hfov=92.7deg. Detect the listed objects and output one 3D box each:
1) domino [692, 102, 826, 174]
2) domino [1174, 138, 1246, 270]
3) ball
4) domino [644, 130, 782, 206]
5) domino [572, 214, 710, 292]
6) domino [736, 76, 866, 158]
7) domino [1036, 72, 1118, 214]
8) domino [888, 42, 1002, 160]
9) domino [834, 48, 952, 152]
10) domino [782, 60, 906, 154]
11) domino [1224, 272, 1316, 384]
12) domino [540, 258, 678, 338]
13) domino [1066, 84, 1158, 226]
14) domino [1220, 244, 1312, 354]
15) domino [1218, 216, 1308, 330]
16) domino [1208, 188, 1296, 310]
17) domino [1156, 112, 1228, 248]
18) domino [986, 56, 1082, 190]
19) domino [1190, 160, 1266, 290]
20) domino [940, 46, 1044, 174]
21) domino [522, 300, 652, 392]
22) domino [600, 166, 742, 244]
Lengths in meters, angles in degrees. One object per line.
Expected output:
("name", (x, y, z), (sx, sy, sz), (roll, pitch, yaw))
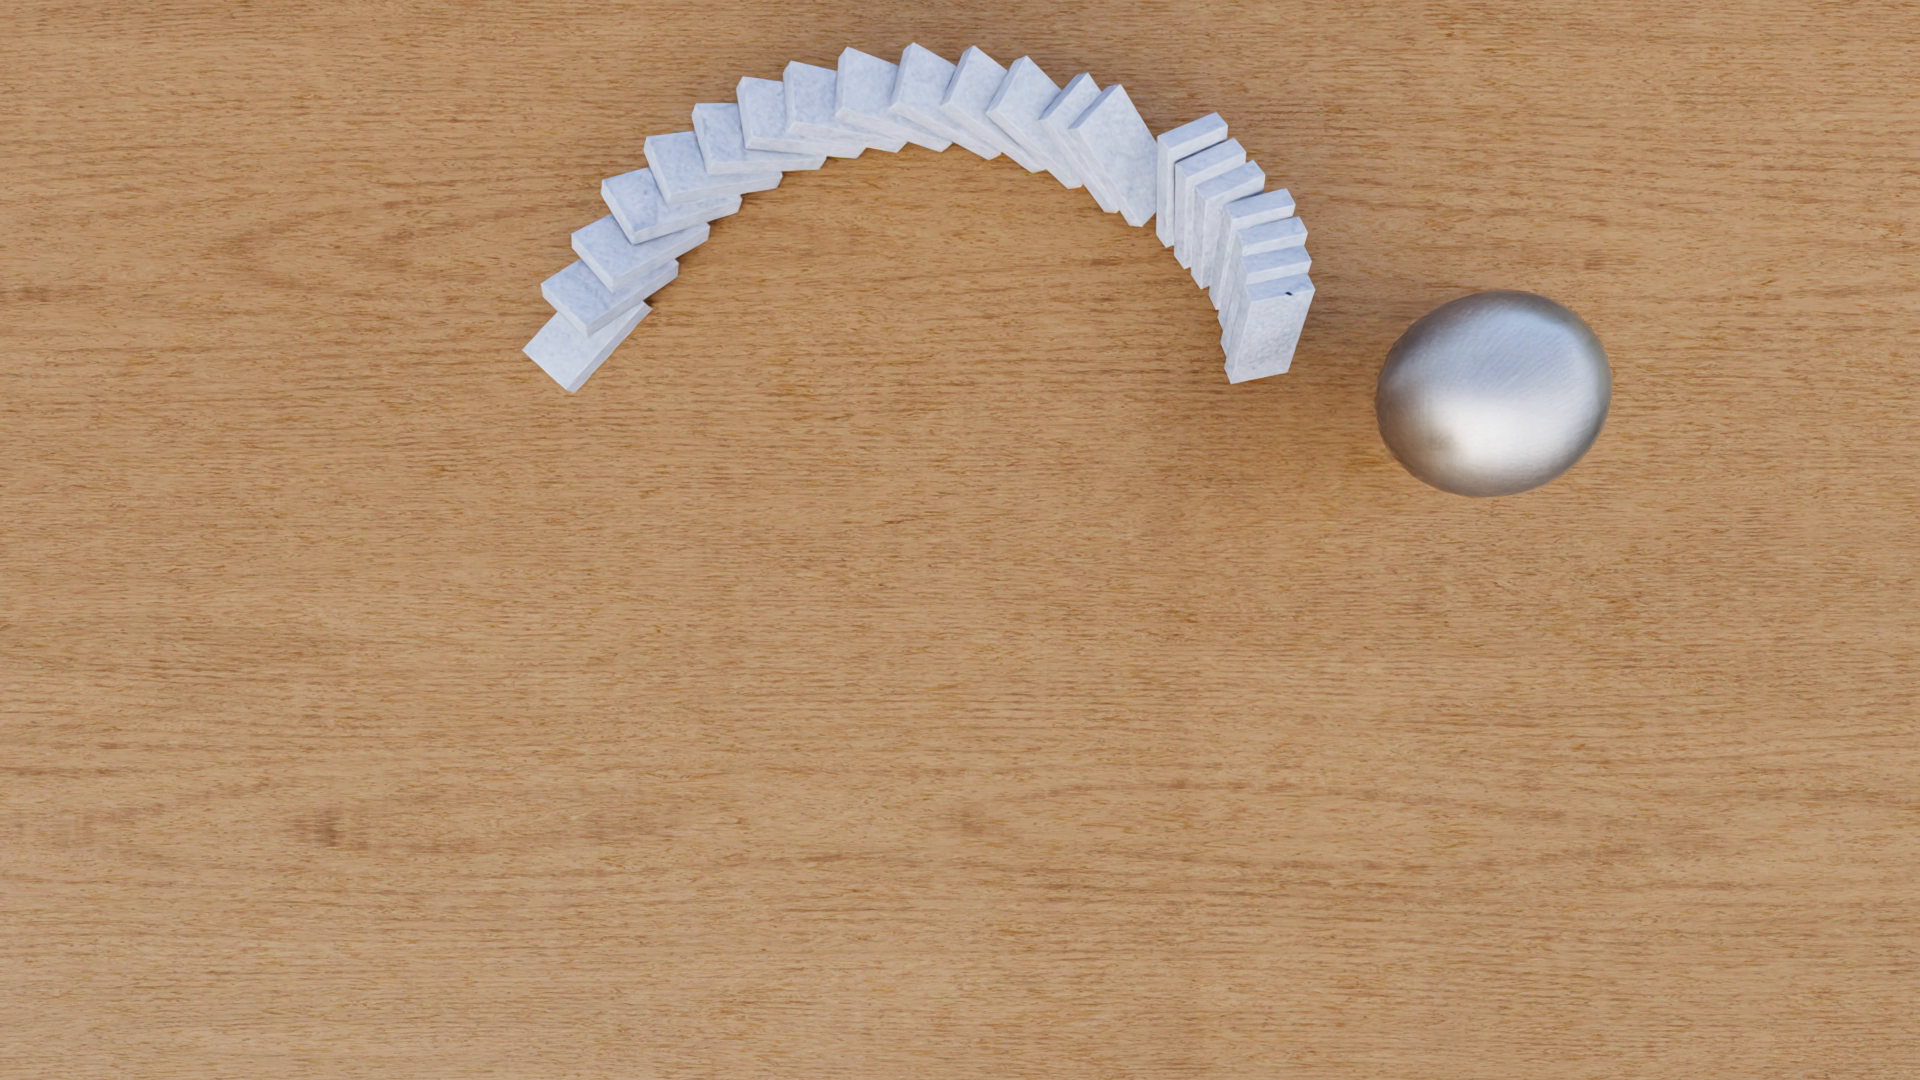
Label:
("domino", (-0.084, -0.169, 0.384), (0.050, 0.009, 0.025), (-15, 90, -29))
("domino", (0.102, -0.137, 0.376), (0.025, 0.050, 0.009), (-24, 61, 0))
("ball", (0.207, -0.057, 0.360), (0.080, 0.080, 0.080), (0, 90, 0))
("domino", (-0.103, -0.158, 0.384), (0.050, 0.009, 0.025), (-22, 89, -29))
("domino", (-0.133, -0.127, 0.384), (0.025, 0.010, 0.050), (48, 62, 0))
("domino", (-0.066, -0.176, 0.383), (0.050, 0.010, 0.025), (-8, 88, -31))
("domino", (0.057, -0.165, 0.383), (0.025, 0.010, 0.050), (-49, 121, 0))
("domino", (-0.003, -0.183, 0.384), (0.050, 0.010, 0.025), (15, 90, -29))
("domino", (-0.027, -0.183, 0.383), (0.050, 0.009, 0.025), (5, 87, -30))
("domino", (-0.048, -0.180, 0.383), (0.050, 0.010, 0.025), (-3, 86, -30))
("domino", (0.126, -0.086, 0.376), (0.025, 0.050, 0.009), (-12, 61, 0))
("domino", (-0.146, -0.109, 0.384), (0.025, 0.009, 0.050), (43, 62, 0))
("domino", (0.069, -0.158, 0.380), (0.025, 0.010, 0.050), (-47, 121, -1))
("domino", (0.124, -0.097, 0.376), (0.025, 0.050, 0.010), (-11, 61, 0))
("domino", (0.123, -0.107, 0.376), (0.025, 0.050, 0.010), (-12, 61, 0))
("domino", (0.119, -0.118, 0.376), (0.025, 0.050, 0.009), (-14, 61, 0))
("domino", (0.094, -0.146, 0.376), (0.025, 0.050, 0.010), (-23, 59, -2))
("domino", (0.037, -0.173, 0.383), (0.050, 0.009, 0.025), (29, 89, -32))
("domino", (0.109, -0.128, 0.376), (0.025, 0.050, 0.009), (-24, 61, 0))
("domino", (0.019, -0.179, 0.384), (0.050, 0.010, 0.025), (23, 90, -29))
("domino", (-0.161, -0.091, 0.395), (0.025, 0.009, 0.050), (43, 90, 0))
("domino", (-0.120, -0.144, 0.383), (0.050, 0.010, 0.025), (-31, 88, -30))
